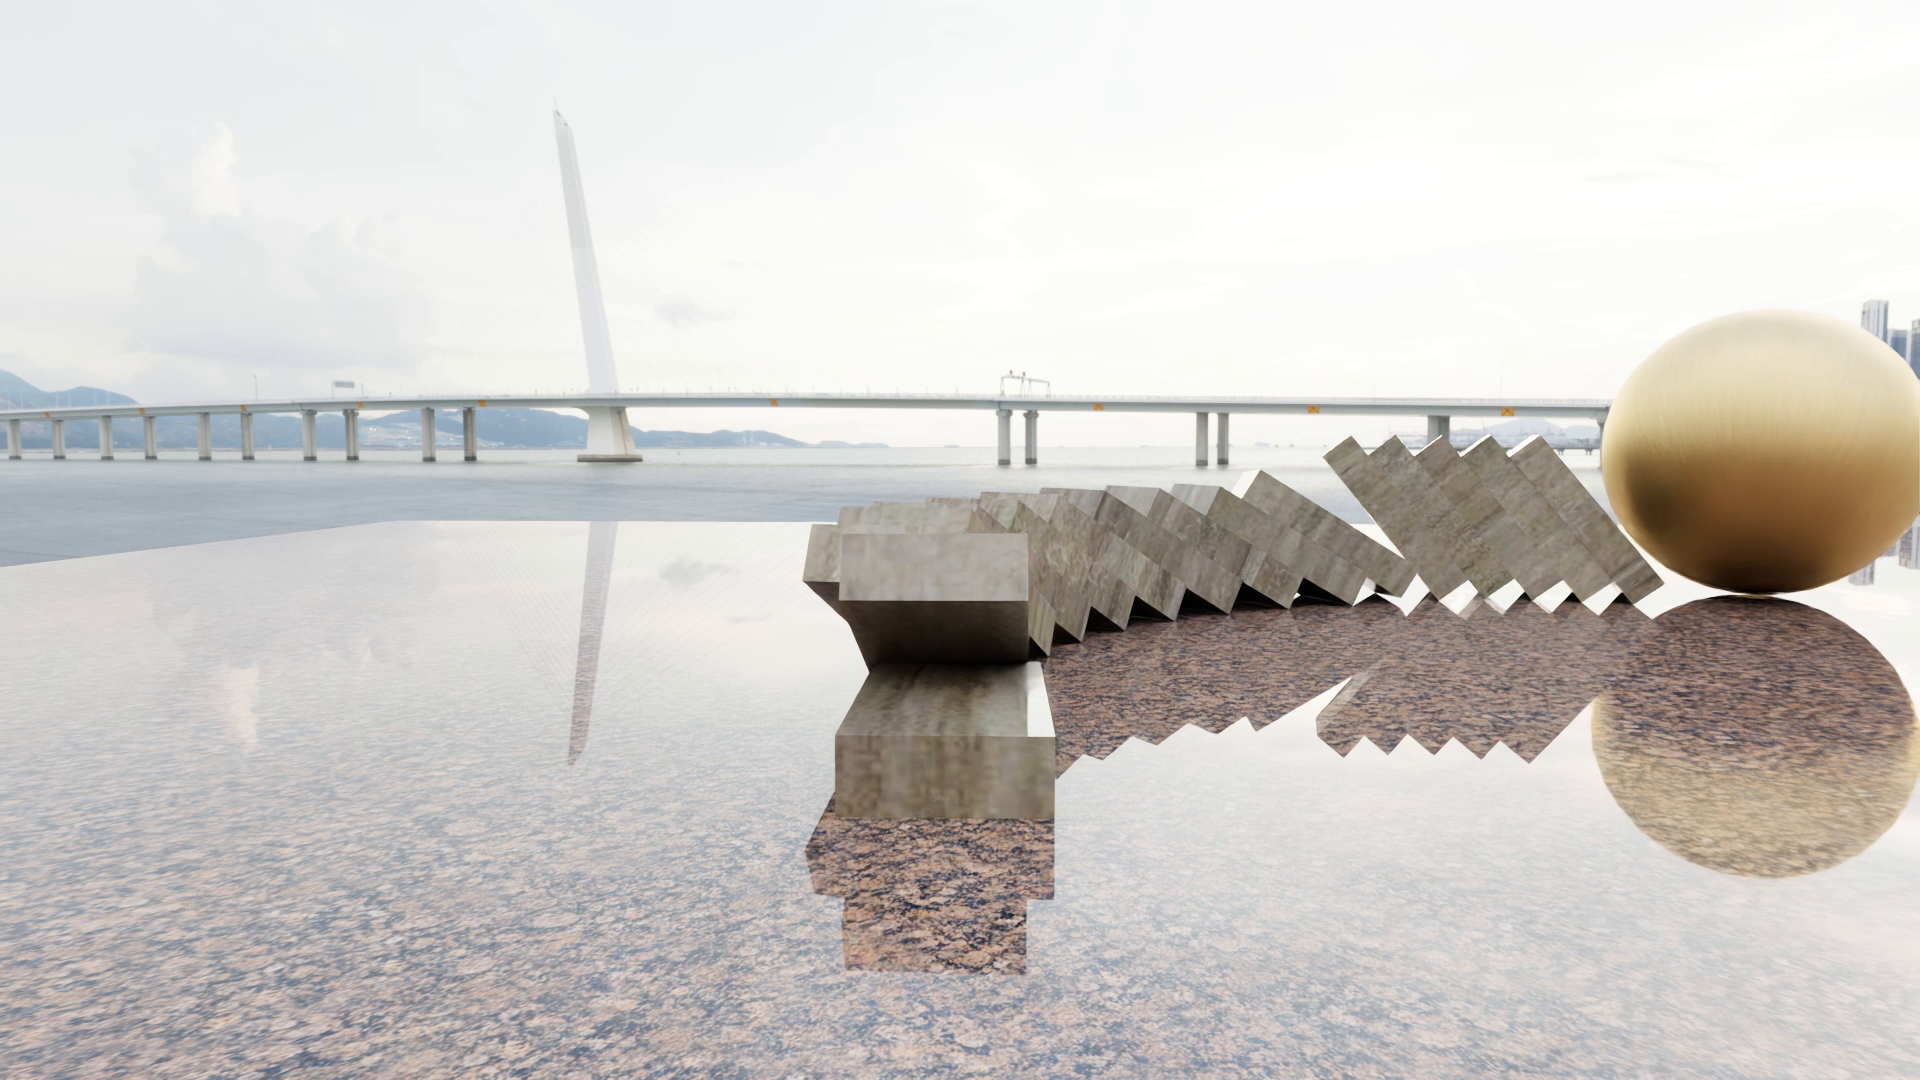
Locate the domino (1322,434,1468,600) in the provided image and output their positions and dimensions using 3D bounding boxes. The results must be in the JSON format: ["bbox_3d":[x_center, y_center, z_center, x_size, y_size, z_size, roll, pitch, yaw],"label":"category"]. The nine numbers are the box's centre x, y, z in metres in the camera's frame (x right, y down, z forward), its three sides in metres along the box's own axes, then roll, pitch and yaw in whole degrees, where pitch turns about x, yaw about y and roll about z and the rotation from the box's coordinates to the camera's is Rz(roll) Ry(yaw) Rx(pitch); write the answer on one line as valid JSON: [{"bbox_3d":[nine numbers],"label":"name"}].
[{"bbox_3d":[0.122,-0.007,0.361,0.010,0.050,0.025,-39,-6,14],"label":"domino"}]

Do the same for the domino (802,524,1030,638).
[{"bbox_3d":[-0.006,0.011,0.219,0.025,0.009,0.050,1,-21,16],"label":"domino"}]

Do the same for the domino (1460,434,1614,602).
[{"bbox_3d":[0.160,-0.007,0.358,0.010,0.050,0.025,-39,-9,18],"label":"domino"}]

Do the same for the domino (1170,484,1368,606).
[{"bbox_3d":[0.081,0.001,0.342,0.050,0.009,0.025,28,-5,-18],"label":"domino"}]

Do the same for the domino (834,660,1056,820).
[{"bbox_3d":[-0.001,0.025,0.171,0.025,0.009,0.050,0,4,2],"label":"domino"}]

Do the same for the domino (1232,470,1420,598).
[{"bbox_3d":[0.100,-0.002,0.355,0.050,0.009,0.025,32,2,2],"label":"domino"}]

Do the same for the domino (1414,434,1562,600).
[{"bbox_3d":[0.148,-0.007,0.362,0.010,0.050,0.025,-39,-9,18],"label":"domino"}]

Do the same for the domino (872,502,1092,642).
[{"bbox_3d":[0.004,0.007,0.264,0.025,0.010,0.050,3,-22,35],"label":"domino"}]

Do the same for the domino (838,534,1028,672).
[{"bbox_3d":[-0.002,0.013,0.194,0.025,0.009,0.050,0,-22,3],"label":"domino"}]

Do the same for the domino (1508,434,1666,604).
[{"bbox_3d":[0.171,-0.006,0.353,0.009,0.050,0.025,-39,-9,18],"label":"domino"}]

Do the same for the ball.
[{"bbox_3d":[0.224,-0.024,0.359,0.080,0.080,0.080,0,4,0],"label":"ball"}]

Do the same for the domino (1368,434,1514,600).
[{"bbox_3d":[0.136,-0.007,0.363,0.009,0.050,0.025,-39,-9,18],"label":"domino"}]

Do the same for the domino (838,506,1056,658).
[{"bbox_3d":[-0.002,0.009,0.242,0.025,0.010,0.050,2,-23,23],"label":"domino"}]

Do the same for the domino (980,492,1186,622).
[{"bbox_3d":[0.028,0.004,0.302,0.050,0.009,0.025,32,-18,-38],"label":"domino"}]

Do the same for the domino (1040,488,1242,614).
[{"bbox_3d":[0.044,0.003,0.319,0.050,0.009,0.025,30,-12,-30],"label":"domino"}]

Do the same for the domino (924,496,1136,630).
[{"bbox_3d":[0.015,0.006,0.284,0.025,0.009,0.050,4,-21,40],"label":"domino"}]

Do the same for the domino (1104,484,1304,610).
[{"bbox_3d":[0.061,0.002,0.332,0.050,0.009,0.025,29,-8,-24],"label":"domino"}]
